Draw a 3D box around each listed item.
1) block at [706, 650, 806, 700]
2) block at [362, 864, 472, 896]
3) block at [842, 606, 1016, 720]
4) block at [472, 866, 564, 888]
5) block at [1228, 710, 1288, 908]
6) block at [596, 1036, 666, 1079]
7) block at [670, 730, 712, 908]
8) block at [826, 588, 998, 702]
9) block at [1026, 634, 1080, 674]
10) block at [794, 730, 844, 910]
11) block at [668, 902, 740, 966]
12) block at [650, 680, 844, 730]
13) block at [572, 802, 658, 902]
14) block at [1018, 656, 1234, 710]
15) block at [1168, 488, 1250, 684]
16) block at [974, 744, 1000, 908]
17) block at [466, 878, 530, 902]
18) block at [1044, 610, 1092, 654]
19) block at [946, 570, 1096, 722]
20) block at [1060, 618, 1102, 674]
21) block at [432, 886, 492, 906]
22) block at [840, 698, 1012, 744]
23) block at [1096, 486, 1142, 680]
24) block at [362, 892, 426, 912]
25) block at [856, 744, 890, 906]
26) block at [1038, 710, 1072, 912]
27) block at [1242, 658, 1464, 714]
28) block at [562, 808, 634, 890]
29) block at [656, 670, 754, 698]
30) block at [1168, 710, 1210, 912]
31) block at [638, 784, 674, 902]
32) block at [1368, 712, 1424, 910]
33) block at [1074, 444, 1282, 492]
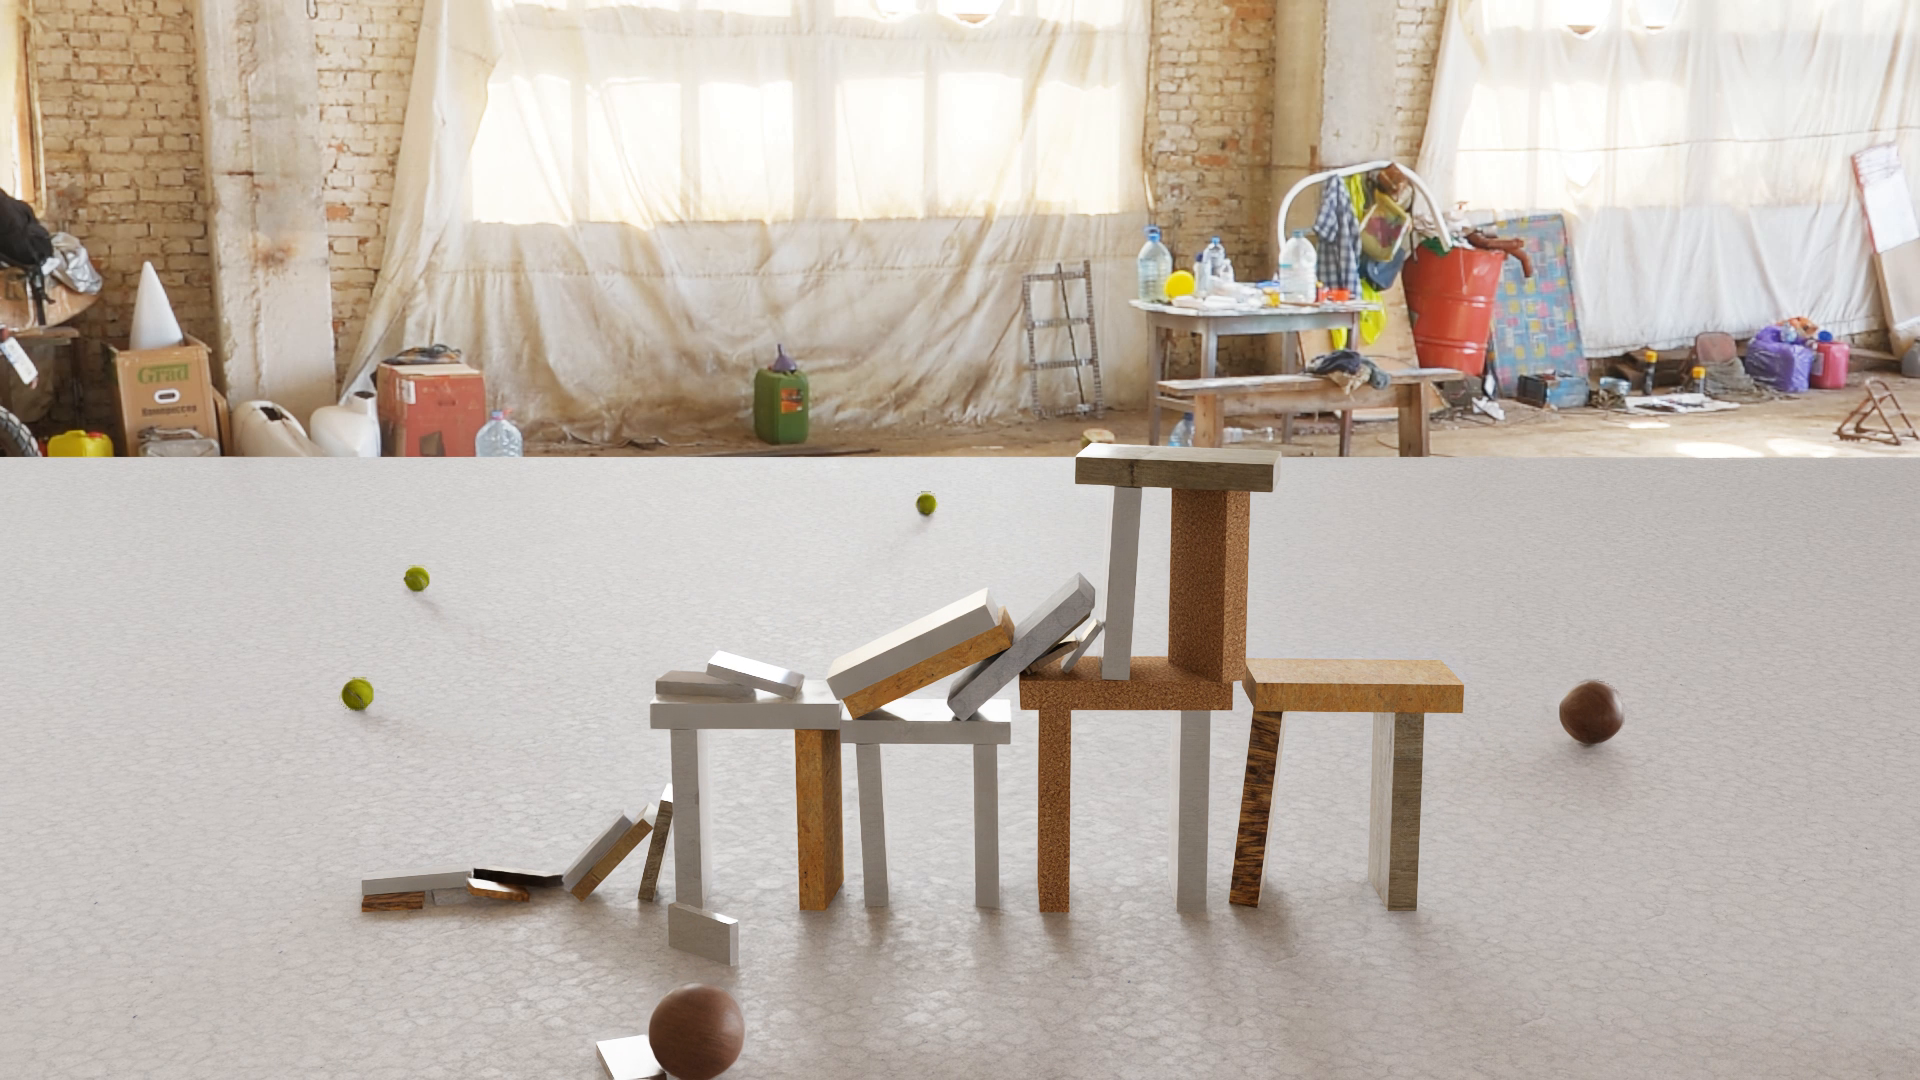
[{"bbox_3d":[-0.334,0.220,3.593,0.149,0.021,0.075,15,13,4],"label":"block"},{"bbox_3d":[-0.907,0.567,3.677,0.176,0.025,0.088,-3,1,-13],"label":"block"},{"bbox_3d":[-0.049,0.199,3.598,0.285,0.040,0.143,-25,8,8],"label":"block"},{"bbox_3d":[-0.742,0.566,3.698,0.135,0.019,0.067,4,-4,18],"label":"block"},{"bbox_3d":[0.498,0.422,3.651,0.047,0.333,0.166,8,12,12],"label":"block"},{"bbox_3d":[-0.445,0.709,2.975,0.068,0.019,0.135,-4,11,-20],"label":"block"},{"bbox_3d":[-0.443,0.441,3.639,0.043,0.304,0.152,-1,11,0],"label":"block"},{"bbox_3d":[-0.076,0.169,3.587,0.285,0.040,0.143,-25,8,6],"label":"block"},{"bbox_3d":[0.149,0.185,3.567,0.094,0.013,0.047,-29,8,7],"label":"block"},{"bbox_3d":[-0.231,0.441,3.635,0.043,0.304,0.152,1,11,9],"label":"block"},{"bbox_3d":[-0.396,0.607,3.393,0.135,0.067,0.019,8,13,38],"label":"block"},{"bbox_3d":[-0.346,0.270,3.608,0.304,0.043,0.152,0,11,0],"label":"block"},{"bbox_3d":[-0.572,0.519,3.658,0.025,0.176,0.088,43,8,-7],"label":"block"},{"bbox_3d":[0.267,0.233,3.598,0.339,0.048,0.170,0,11,1],"label":"block"},{"bbox_3d":[0.400,0.060,3.546,0.044,0.311,0.156,-5,12,-28],"label":"block"},{"bbox_3d":[0.044,0.454,3.647,0.039,0.275,0.138,-1,11,1],"label":"block"},{"bbox_3d":[-0.761,0.578,3.626,0.096,0.014,0.048,13,4,-27],"label":"block"},{"bbox_3d":[0.173,0.144,3.568,0.094,0.013,0.047,-41,5,14],"label":"block"},{"bbox_3d":[0.100,0.172,3.582,0.285,0.040,0.143,-42,5,10],"label":"block"},{"bbox_3d":[0.198,0.172,3.572,0.013,0.094,0.047,36,9,-5],"label":"block"},{"bbox_3d":[-0.825,0.587,3.650,0.096,0.014,0.048,-4,11,-20],"label":"block"},{"bbox_3d":[-0.055,0.298,3.619,0.275,0.039,0.138,0,11,0],"label":"block"},{"bbox_3d":[0.258,0.057,3.562,0.044,0.311,0.156,3,11,0],"label":"block"},{"bbox_3d":[-0.930,0.594,3.611,0.096,0.014,0.048,-2,11,-8],"label":"block"},{"bbox_3d":[-0.143,0.453,3.648,0.039,0.275,0.138,-3,11,0],"label":"block"},{"bbox_3d":[0.155,0.424,3.633,0.048,0.339,0.170,0,11,1],"label":"block"},{"bbox_3d":[0.640,0.238,3.605,0.333,0.047,0.166,1,11,-1],"label":"block"},{"bbox_3d":[-0.607,0.516,3.686,0.021,0.149,0.075,43,-3,-7],"label":"block"},{"bbox_3d":[-0.417,0.236,3.611,0.149,0.021,0.075,2,11,12],"label":"block"},{"bbox_3d":[0.378,0.424,3.635,0.048,0.339,0.170,0,11,1],"label":"block"},{"bbox_3d":[-0.499,0.503,3.654,0.025,0.176,0.088,14,10,-3],"label":"block"},{"bbox_3d":[0.720,0.426,3.639,0.047,0.333,0.166,0,11,-1],"label":"block"},{"bbox_3d":[0.351,-0.116,3.520,0.311,0.044,0.156,3,11,12],"label":"block"}]
